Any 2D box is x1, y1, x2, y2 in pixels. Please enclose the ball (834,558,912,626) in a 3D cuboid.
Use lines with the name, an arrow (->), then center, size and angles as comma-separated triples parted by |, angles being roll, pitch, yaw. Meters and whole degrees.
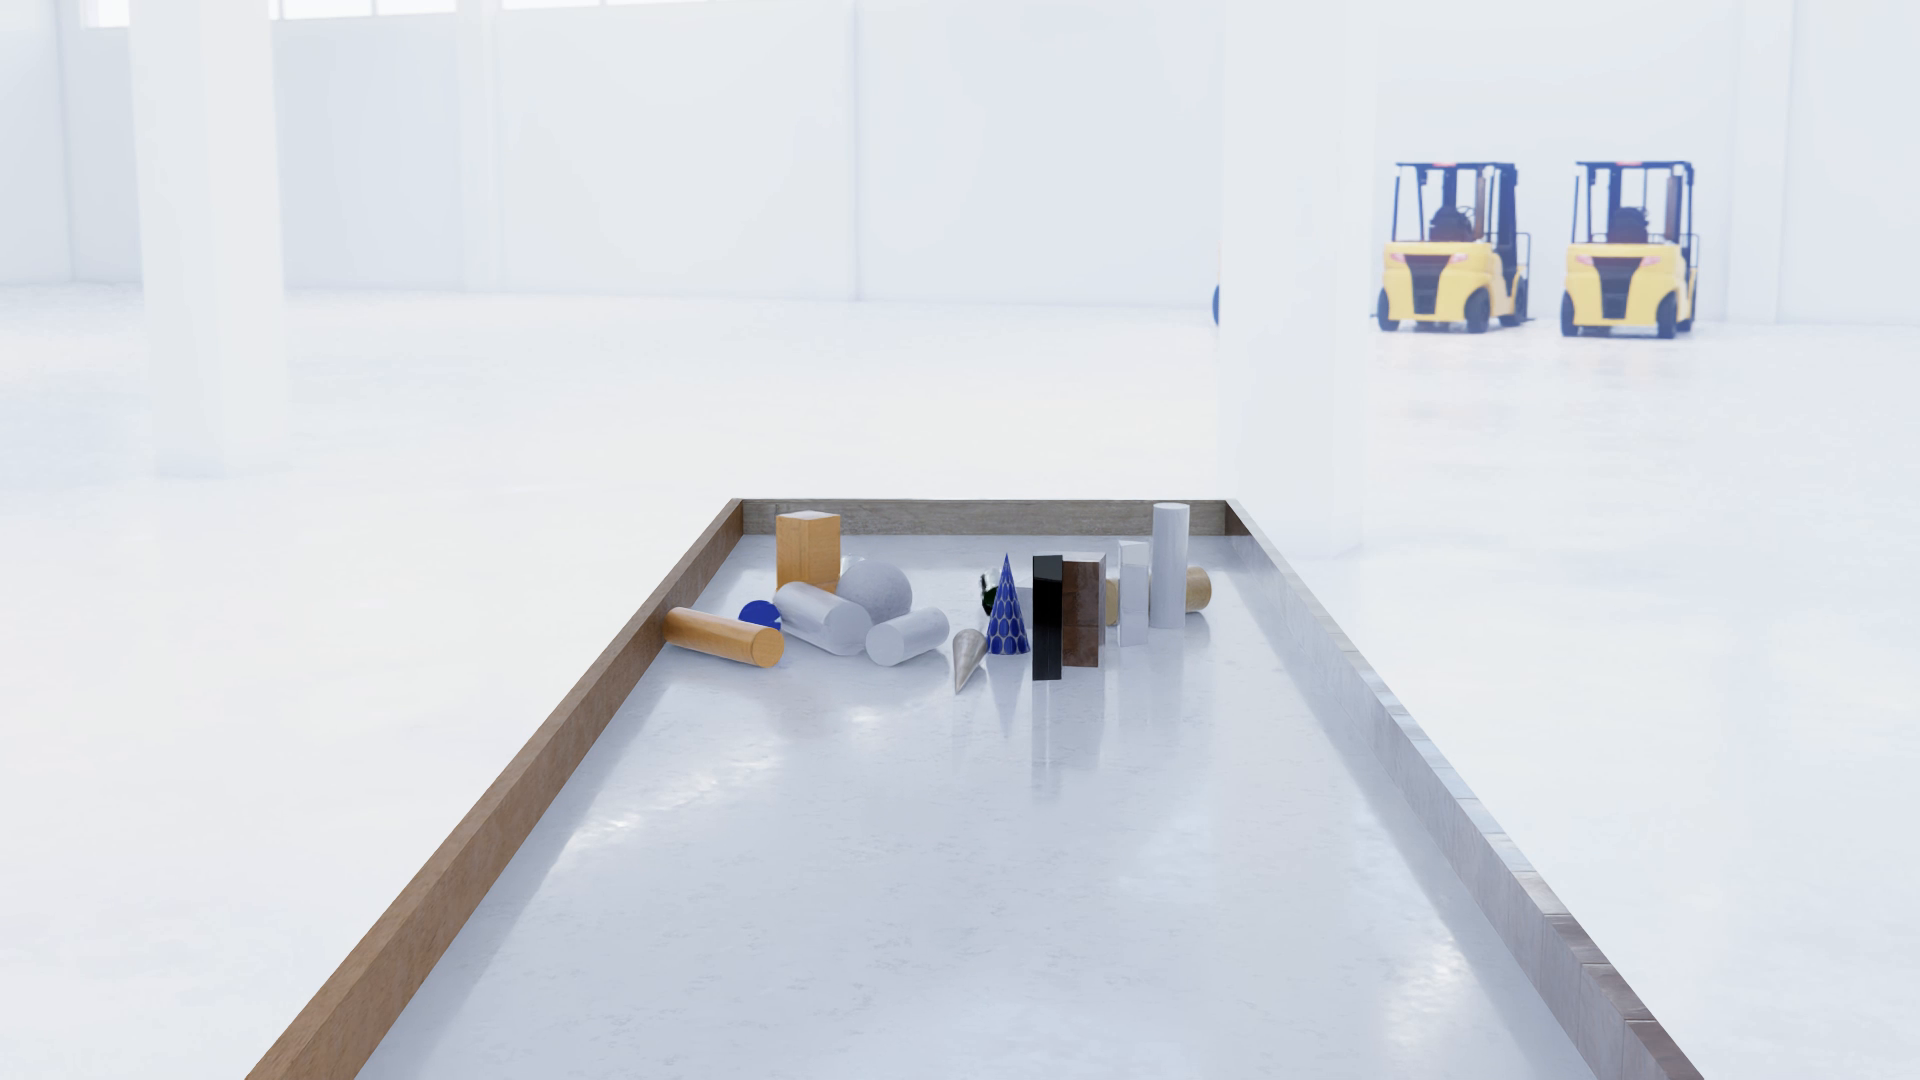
ball -> -0.278, 0.185, 7.050 | 0.248, 0.248, 0.248 | 0, 9, 0

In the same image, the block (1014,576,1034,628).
block -> 0.304, 0.191, 7.369 | 0.136, 0.136, 0.433 | 3, 10, 21

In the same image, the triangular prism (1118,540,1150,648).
triangular prism -> 0.525, 0.166, 6.931 | 0.105, 0.322, 0.091 | -5, 10, -30

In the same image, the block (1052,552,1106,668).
block -> 0.345, 0.208, 6.672 | 0.174, 0.321, 0.174 | 2, 9, 10

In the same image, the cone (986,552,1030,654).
cone -> 0.144, 0.189, 6.825 | 0.152, 0.310, 0.152 | 0, 9, 0

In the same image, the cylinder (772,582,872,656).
cylinder -> -0.438, 0.245, 6.921 | 0.169, 0.169, 0.410 | -5, 10, -26

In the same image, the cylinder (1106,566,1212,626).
cylinder -> 0.637, 0.184, 7.354 | 0.421, 0.156, 0.156 | -7, 12, -38

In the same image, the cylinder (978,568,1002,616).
cylinder -> 0.129, 0.183, 7.477 | 0.117, 0.117, 0.348 | 0, 9, -2

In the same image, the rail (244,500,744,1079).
rail -> -1.004, 0.839, 3.234 | 0.050, 0.150, 12.000 | 0, 9, 1

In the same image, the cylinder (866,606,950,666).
cylinder -> -0.158, 0.293, 6.735 | 0.132, 0.132, 0.308 | 4, 10, 26

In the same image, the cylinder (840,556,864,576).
cylinder -> -0.370, 0.163, 7.484 | 0.155, 0.155, 0.410 | 0, 9, -2

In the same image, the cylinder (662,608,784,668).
cylinder -> -0.730, 0.296, 6.751 | 0.121, 0.121, 0.456 | -8, 12, -43

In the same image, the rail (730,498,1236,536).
rail -> 0.099, -0.098, 9.147 | 2.100, 0.150, 0.050 | 0, 9, 1

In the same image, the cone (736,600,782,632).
cone -> -0.689, 0.263, 7.133 | 0.139, 0.139, 0.400 | -3, 0, -16

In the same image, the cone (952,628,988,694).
cone -> 0.009, 0.380, 6.440 | 0.108, 0.108, 0.450 | 1, 16, 5

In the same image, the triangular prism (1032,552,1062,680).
triangular prism -> 0.248, 0.221, 6.434 | 0.088, 0.370, 0.076 | -2, 9, -10

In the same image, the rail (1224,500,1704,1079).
rail -> 1.046, 0.843, 3.208 | 0.050, 0.150, 12.000 | 0, 9, 1

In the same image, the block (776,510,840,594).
block -> -0.496, 0.100, 7.213 | 0.149, 0.365, 0.149 | 8, 12, 41

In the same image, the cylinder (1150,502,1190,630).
cylinder -> 0.685, 0.084, 7.194 | 0.117, 0.398, 0.117 | 1, 11, 0
